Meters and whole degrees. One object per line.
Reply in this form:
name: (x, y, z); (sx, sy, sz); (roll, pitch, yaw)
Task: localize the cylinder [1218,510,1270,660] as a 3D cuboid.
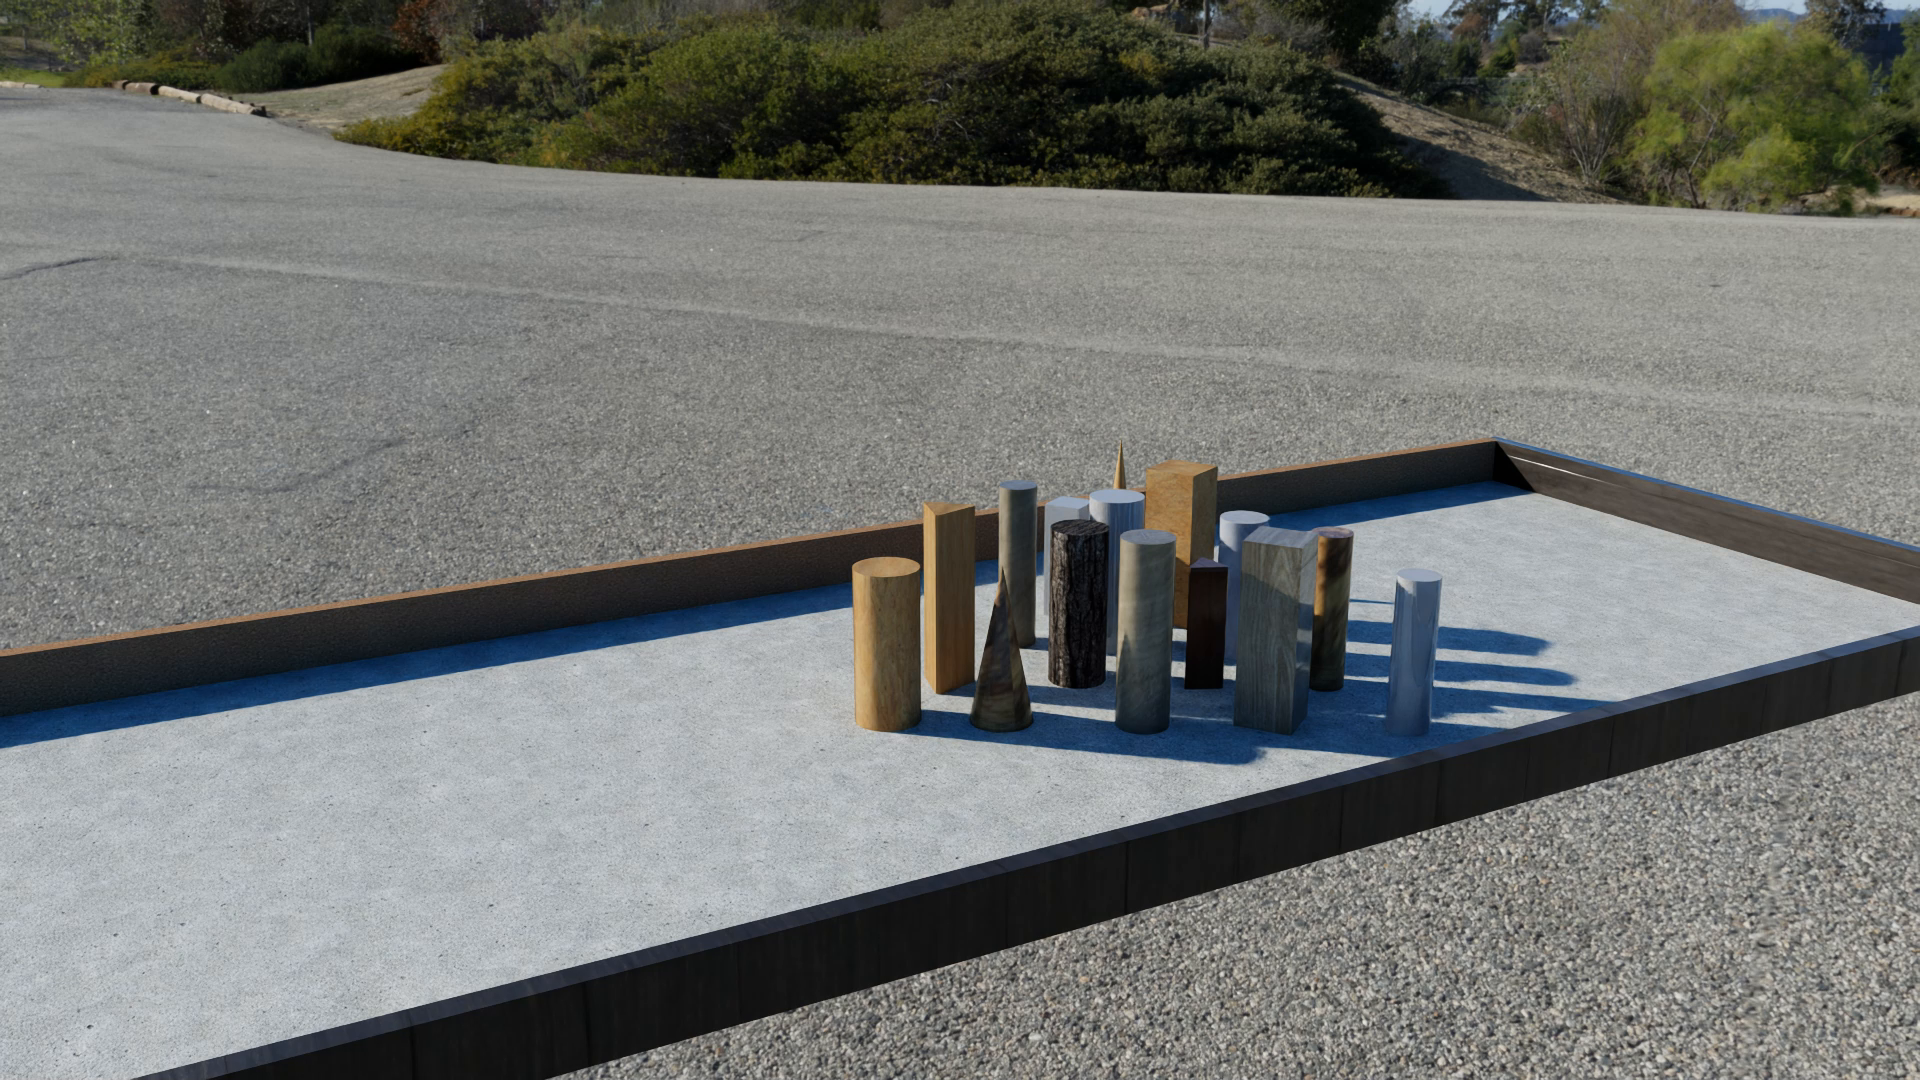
cylinder: (0.733, 0.118, 4.298); (0.125, 0.369, 0.125); (0, 16, 0)

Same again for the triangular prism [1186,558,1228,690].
triangular prism: (0.603, 0.206, 4.093); (0.095, 0.316, 0.083); (-1, 16, -4)

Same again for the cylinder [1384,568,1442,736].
cylinder: (1.046, 0.260, 3.805); (0.101, 0.376, 0.101); (0, 16, 0)

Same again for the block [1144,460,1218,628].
block: (0.607, 0.009, 4.558); (0.142, 0.431, 0.142); (11, 20, 34)

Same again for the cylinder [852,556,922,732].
cylinder: (-0.170, 0.243, 3.857); (0.157, 0.378, 0.157); (0, 16, 0)

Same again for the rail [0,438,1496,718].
rail: (-3.305, 0.497, 3.399); (12.000, 0.150, 0.050); (-9, 18, -27)

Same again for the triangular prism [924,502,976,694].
triangular prism: (-0.048, 0.137, 4.078); (0.129, 0.458, 0.112); (-16, 22, -42)

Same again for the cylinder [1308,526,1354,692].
cylinder: (0.907, 0.171, 4.071); (0.102, 0.396, 0.102); (0, 16, 0)

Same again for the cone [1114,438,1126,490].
cone: (0.468, -0.085, 4.852); (0.113, 0.447, 0.113); (0, 16, 0)

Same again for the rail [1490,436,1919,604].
rail: (2.466, -0.048, 5.253); (0.050, 0.150, 2.100); (-9, 18, -27)

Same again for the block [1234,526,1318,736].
block: (0.735, 0.210, 3.839); (0.138, 0.452, 0.138); (8, 18, 26)

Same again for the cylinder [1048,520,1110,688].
cylinder: (0.295, 0.159, 4.110); (0.144, 0.397, 0.144); (0, 16, 0)

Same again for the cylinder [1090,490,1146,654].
cylinder: (0.409, 0.083, 4.345); (0.144, 0.411, 0.144); (0, 16, 0)

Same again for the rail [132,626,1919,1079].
rail: (-2.336, 1.006, 1.665); (12.000, 0.150, 0.050); (-9, 18, -27)

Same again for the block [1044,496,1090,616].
block: (0.306, 0.050, 4.611); (0.104, 0.323, 0.104); (9, 19, 29)

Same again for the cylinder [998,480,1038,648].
cylinder: (0.152, 0.065, 4.364); (0.100, 0.434, 0.100); (0, 16, 0)

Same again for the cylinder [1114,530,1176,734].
cylinder: (0.428, 0.213, 3.817); (0.128, 0.459, 0.128); (0, 16, 0)

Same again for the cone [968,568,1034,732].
cone: (0.098, 0.241, 3.851); (0.154, 0.385, 0.154); (0, 16, 0)
